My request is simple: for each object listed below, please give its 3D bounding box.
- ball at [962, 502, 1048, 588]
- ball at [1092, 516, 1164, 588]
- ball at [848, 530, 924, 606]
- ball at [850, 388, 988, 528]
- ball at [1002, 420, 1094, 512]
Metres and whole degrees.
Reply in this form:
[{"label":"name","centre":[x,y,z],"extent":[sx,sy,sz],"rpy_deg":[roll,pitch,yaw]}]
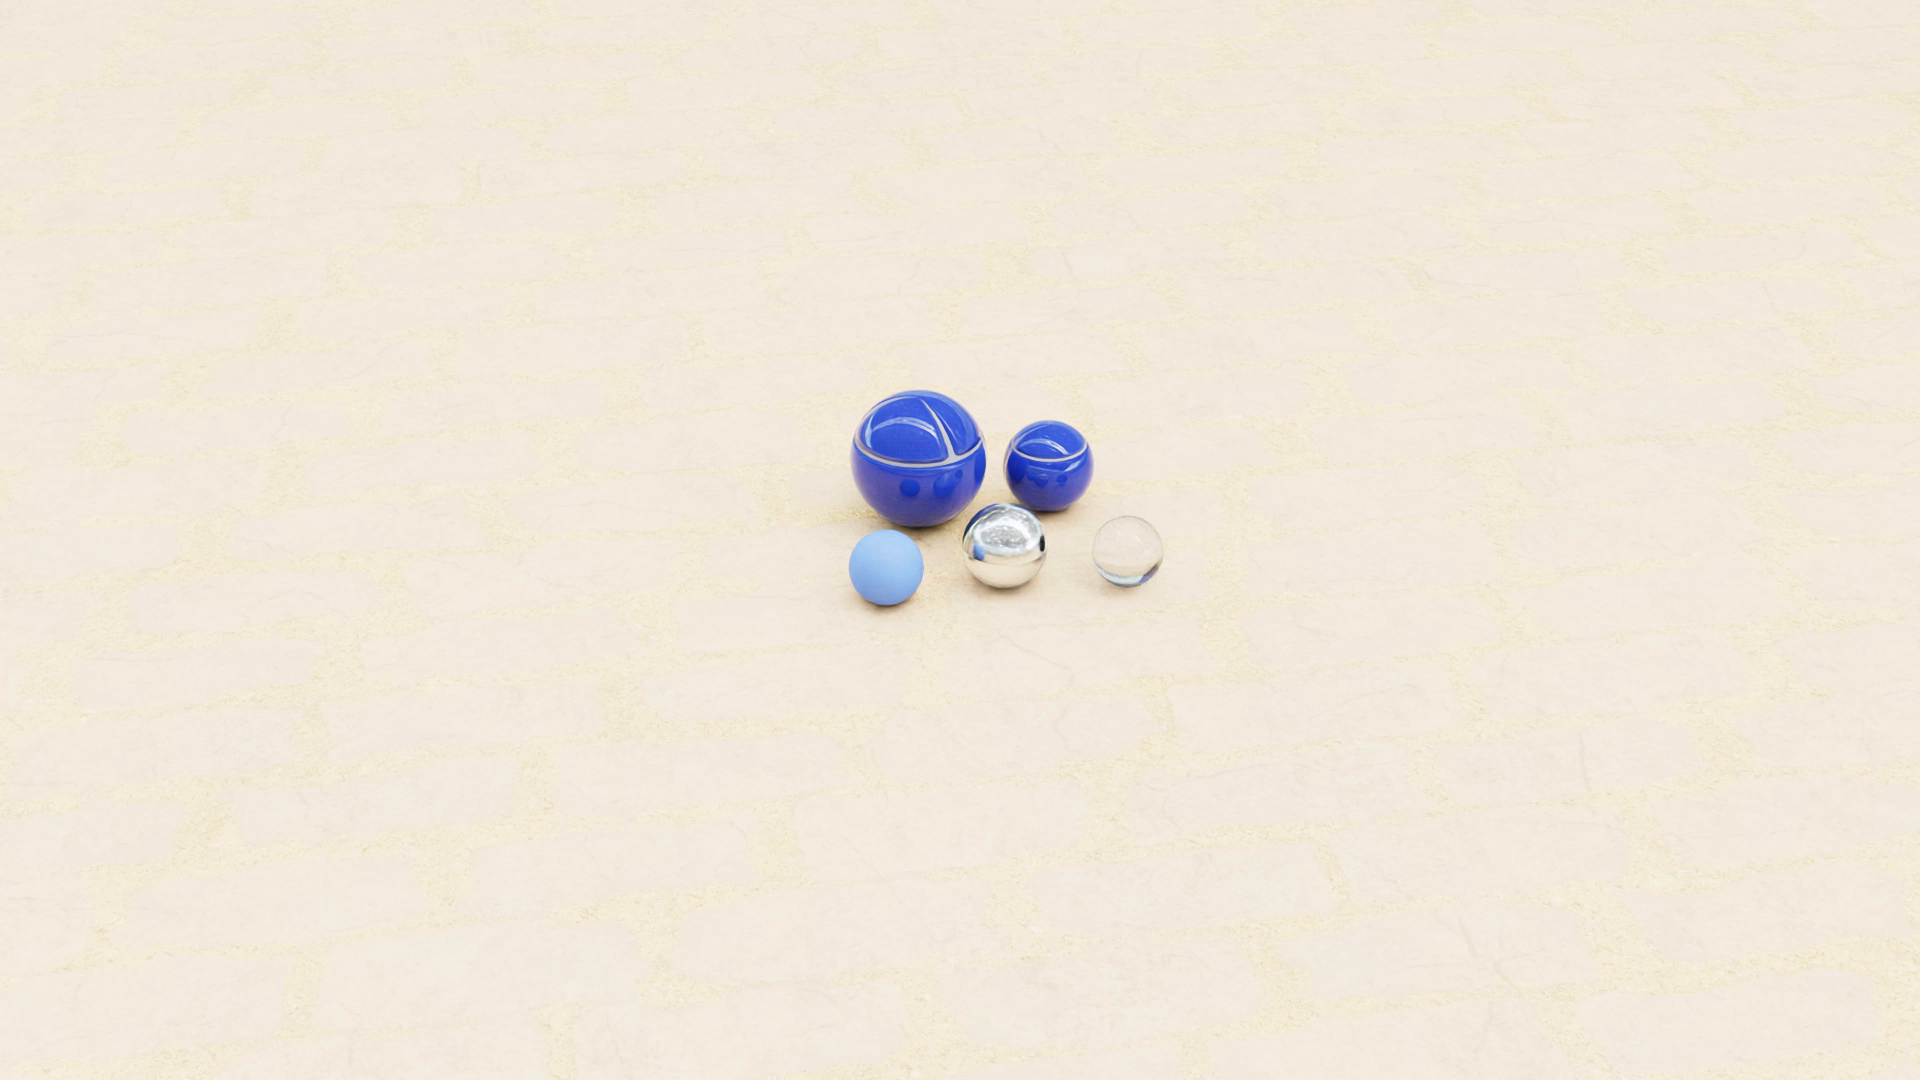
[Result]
[{"label":"ball","centre":[0.026,0.003,1.680],"extent":[0.049,0.049,0.049],"rpy_deg":[0,31,0]},{"label":"ball","centre":[0.096,0.006,1.683],"extent":[0.041,0.041,0.041],"rpy_deg":[0,31,0]},{"label":"ball","centre":[-0.042,0.016,1.666],"extent":[0.043,0.043,0.043],"rpy_deg":[0,31,0]},{"label":"ball","centre":[-0.024,-0.048,1.736],"extent":[0.082,0.082,0.082],"rpy_deg":[0,31,0]},{"label":"ball","centre":[0.053,-0.044,1.755],"extent":[0.055,0.055,0.055],"rpy_deg":[0,31,0]}]
